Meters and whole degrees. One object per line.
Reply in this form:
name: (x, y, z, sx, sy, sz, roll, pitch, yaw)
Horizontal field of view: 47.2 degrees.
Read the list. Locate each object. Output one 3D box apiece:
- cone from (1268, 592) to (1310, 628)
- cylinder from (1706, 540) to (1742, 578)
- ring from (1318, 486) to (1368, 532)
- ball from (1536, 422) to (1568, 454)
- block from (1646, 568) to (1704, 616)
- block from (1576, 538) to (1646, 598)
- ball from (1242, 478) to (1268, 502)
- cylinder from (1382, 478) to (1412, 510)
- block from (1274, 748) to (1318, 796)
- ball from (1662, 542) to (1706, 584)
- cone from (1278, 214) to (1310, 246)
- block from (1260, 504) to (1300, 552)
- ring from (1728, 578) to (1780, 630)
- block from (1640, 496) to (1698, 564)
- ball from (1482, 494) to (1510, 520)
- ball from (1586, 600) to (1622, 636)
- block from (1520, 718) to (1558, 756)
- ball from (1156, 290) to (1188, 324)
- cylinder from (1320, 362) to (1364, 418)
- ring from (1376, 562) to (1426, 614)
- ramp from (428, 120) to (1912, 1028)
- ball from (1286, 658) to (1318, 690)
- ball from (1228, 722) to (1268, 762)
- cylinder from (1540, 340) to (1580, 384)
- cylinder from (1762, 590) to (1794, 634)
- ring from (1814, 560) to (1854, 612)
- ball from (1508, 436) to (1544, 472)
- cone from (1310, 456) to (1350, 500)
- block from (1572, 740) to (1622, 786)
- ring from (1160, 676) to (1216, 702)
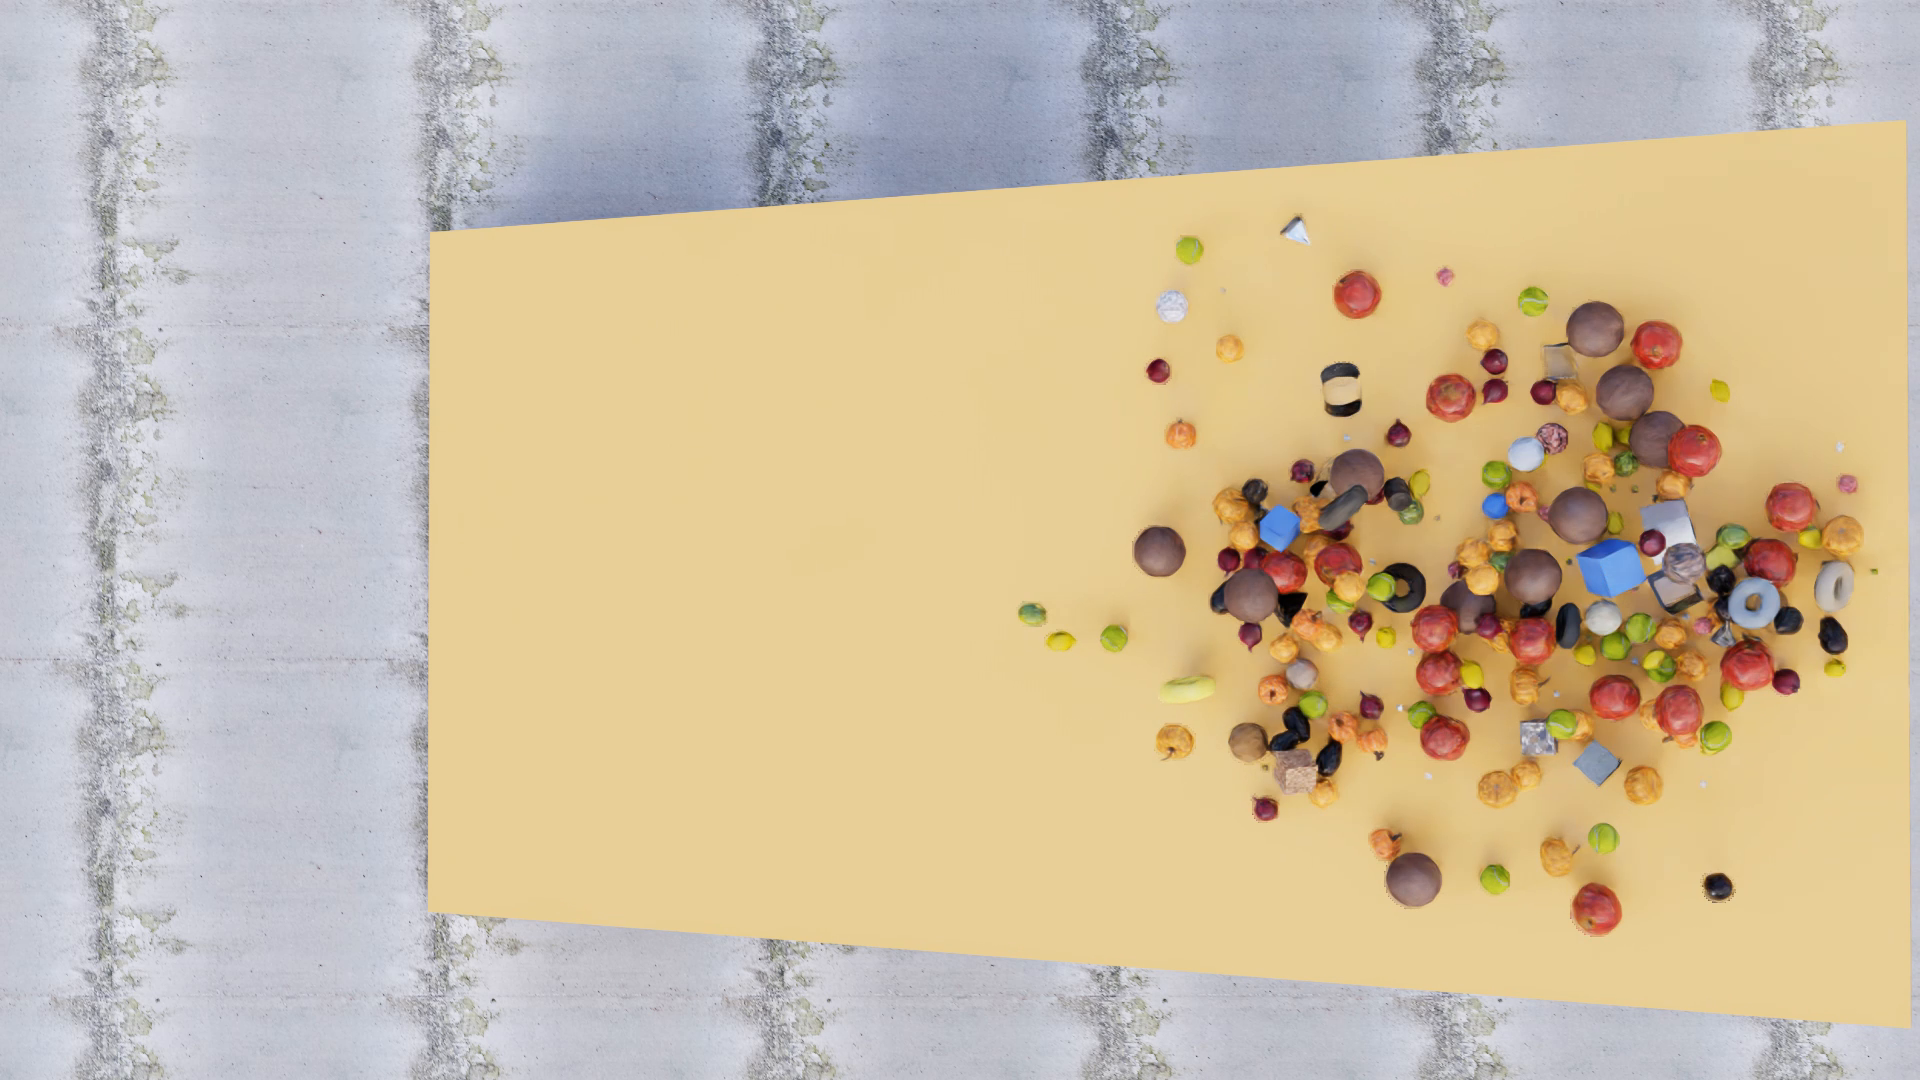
cone: (0.819, 0.153, 5.385, 0.093, 0.093, 0.093, -33, 89, -7)
cylinder: (1.720, 0.042, 4.969, 0.062, 0.062, 0.062, -41, 89, 18)
ring: (0.877, -0.073, 5.029, 0.135, 0.135, 0.045, -43, 90, 0)
ball: (1.380, -0.236, 5.121, 0.074, 0.074, 0.074, 0, 89, 0)
block: (1.624, 0.109, 4.991, 0.081, 0.081, 0.081, -32, 58, 23)
block: (1.487, 0.064, 5.020, 0.096, 0.096, 0.096, -24, 102, -13)
ball: (0.727, -0.123, 5.414, 0.063, 0.063, 0.063, 0, 89, 0)
cylinder: (1.040, -0.109, 5.230, 0.057, 0.057, 0.057, -3, 129, -3)
block: (0.807, 0.556, 5.285, 0.076, 0.076, 0.076, -5, 120, -11)
ball: (1.588, 0.051, 4.823, 0.094, 0.094, 0.094, 0, 89, 0)
cone: (0.832, -0.746, 5.381, 0.074, 0.074, 0.074, -44, 85, 0)
block: (0.775, -0.028, 5.327, 0.069, 0.069, 0.069, 36, 66, 25)
ring: (1.744, 0.139, 4.832, 0.116, 0.039, 0.116, -16, 66, 40)
block: (1.607, -0.021, 4.980, 0.099, 0.099, 0.099, -16, 112, 20)
ball: (1.262, -0.079, 5.178, 0.062, 0.062, 0.062, 0, 89, 0)
ball: (1.469, 0.177, 5.020, 0.081, 0.081, 0.081, 0, 89, 0)
block: (1.347, 0.459, 5.116, 0.076, 0.076, 0.076, -5, 89, 21)
ball: (0.531, -0.583, 5.501, 0.082, 0.082, 0.082, 0, 89, 0)
cylinder: (0.909, -0.358, 5.236, 0.093, 0.093, 0.093, -16, 130, 0)
ring: (1.059, 0.115, 5.279, 0.122, 0.041, 0.122, 0, 90, 23)
ramp: (0.283, 0.083, 5.703, 4.000, 0.100, 2.000, 0, 89, 24)
ball: (0.834, 0.326, 5.357, 0.078, 0.078, 0.078, 0, 89, 0)
ball: (0.709, 0.496, 5.399, 0.098, 0.098, 0.098, 0, 89, 0)
cylinder: (1.396, -0.414, 5.114, 0.076, 0.076, 0.076, -11, 72, 0)
cylinder: (1.817, 0.159, 4.907, 0.071, 0.071, 0.071, -39, 134, 0)
ring: (1.927, 0.102, 4.846, 0.120, 0.040, 0.120, -10, 107, -35)
ball: (1.307, -0.199, 5.076, 0.082, 0.082, 0.082, 0, 89, 0)
cone: (0.904, -0.165, 5.349, 0.099, 0.099, 0.099, 6, 63, 0)
block: (1.468, 0.514, 5.066, 0.076, 0.076, 0.076, 43, 98, 19)
ring: (0.563, 0.369, 5.437, 0.138, 0.138, 0.046, -11, 95, 0)
